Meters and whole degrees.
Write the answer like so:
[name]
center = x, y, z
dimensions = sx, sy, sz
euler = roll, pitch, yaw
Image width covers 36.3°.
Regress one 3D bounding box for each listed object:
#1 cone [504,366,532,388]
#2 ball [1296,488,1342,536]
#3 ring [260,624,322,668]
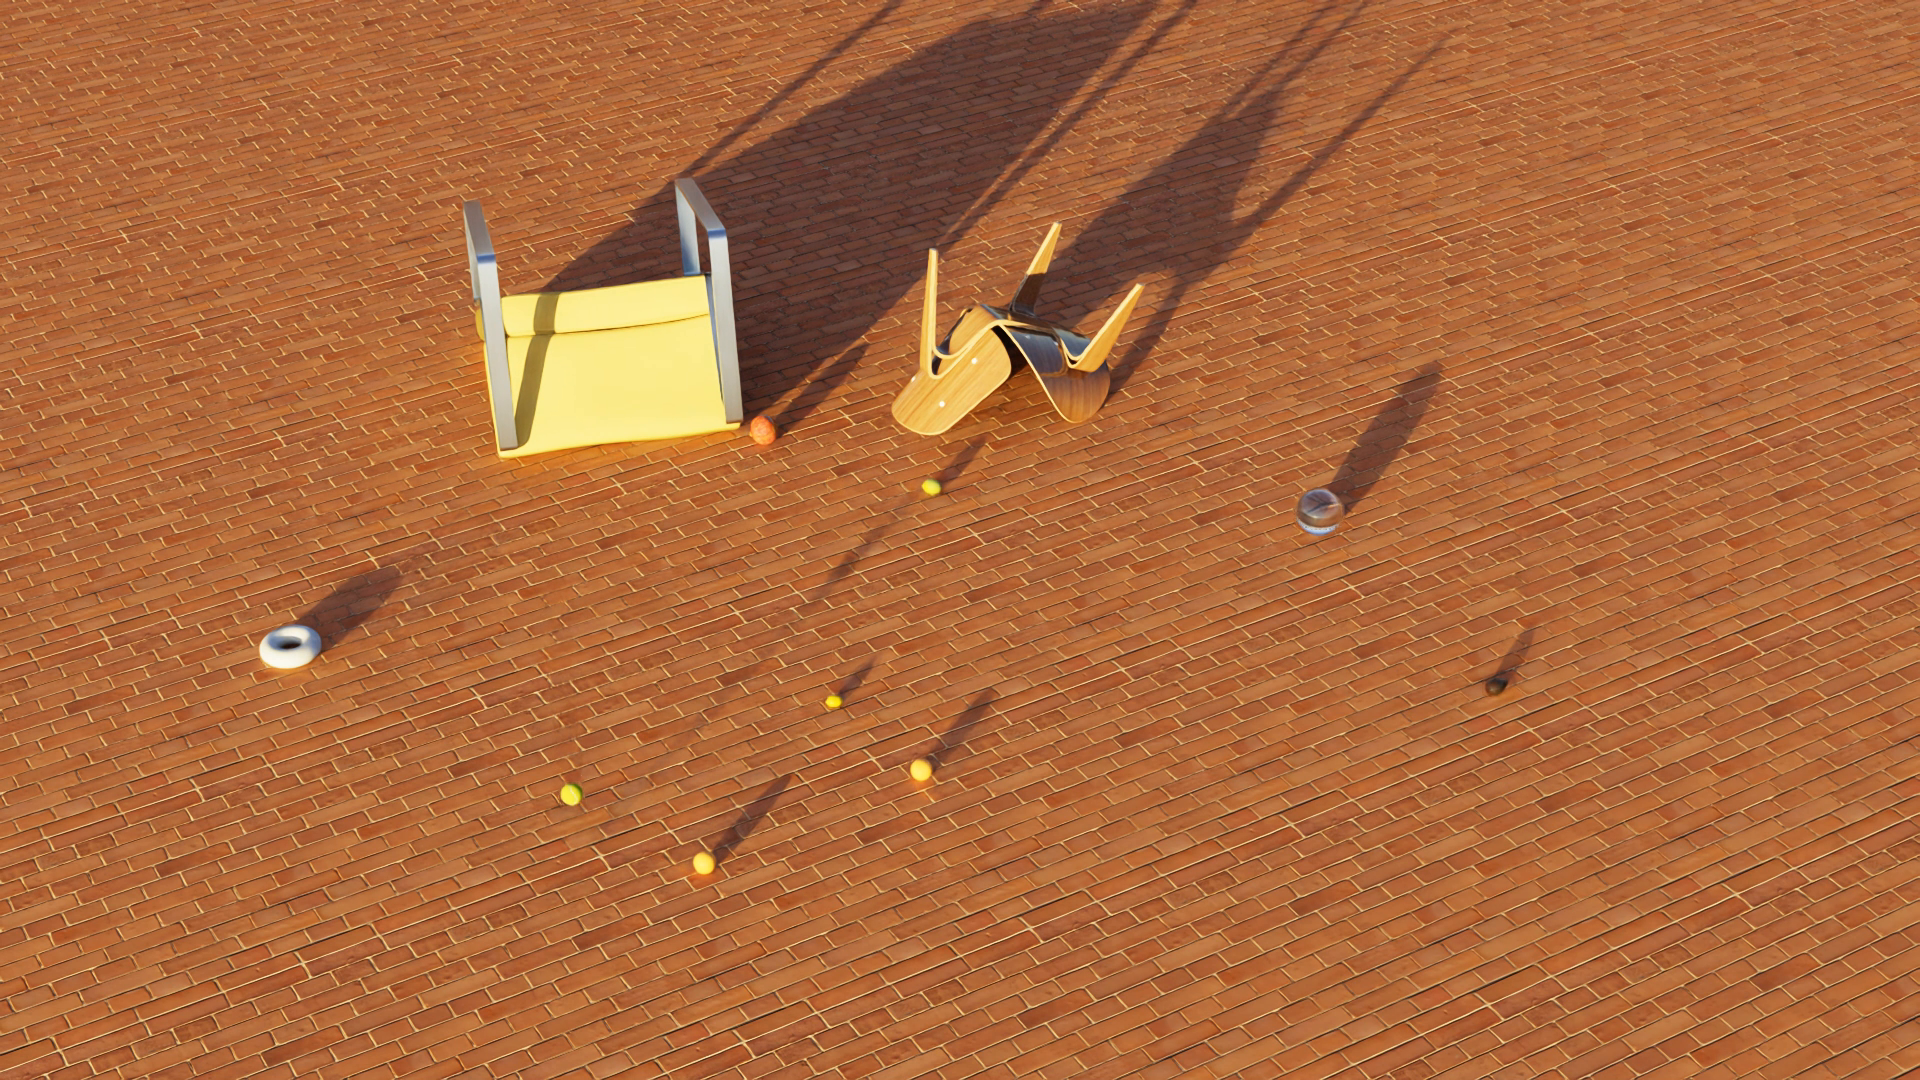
[cone]
center = -1.788, -0.667, 11.922
dimensions = 0.114, 0.083, 0.091
euler = 4, 9, 3
[ball]
center = 1.341, -0.103, 10.942
dimensions = 0.175, 0.175, 0.175
euler = 0, 33, 0
[ring]
center = -2.355, 0.375, 10.317
dimensions = 0.217, 0.066, 0.217
euler = -3, 34, -2
